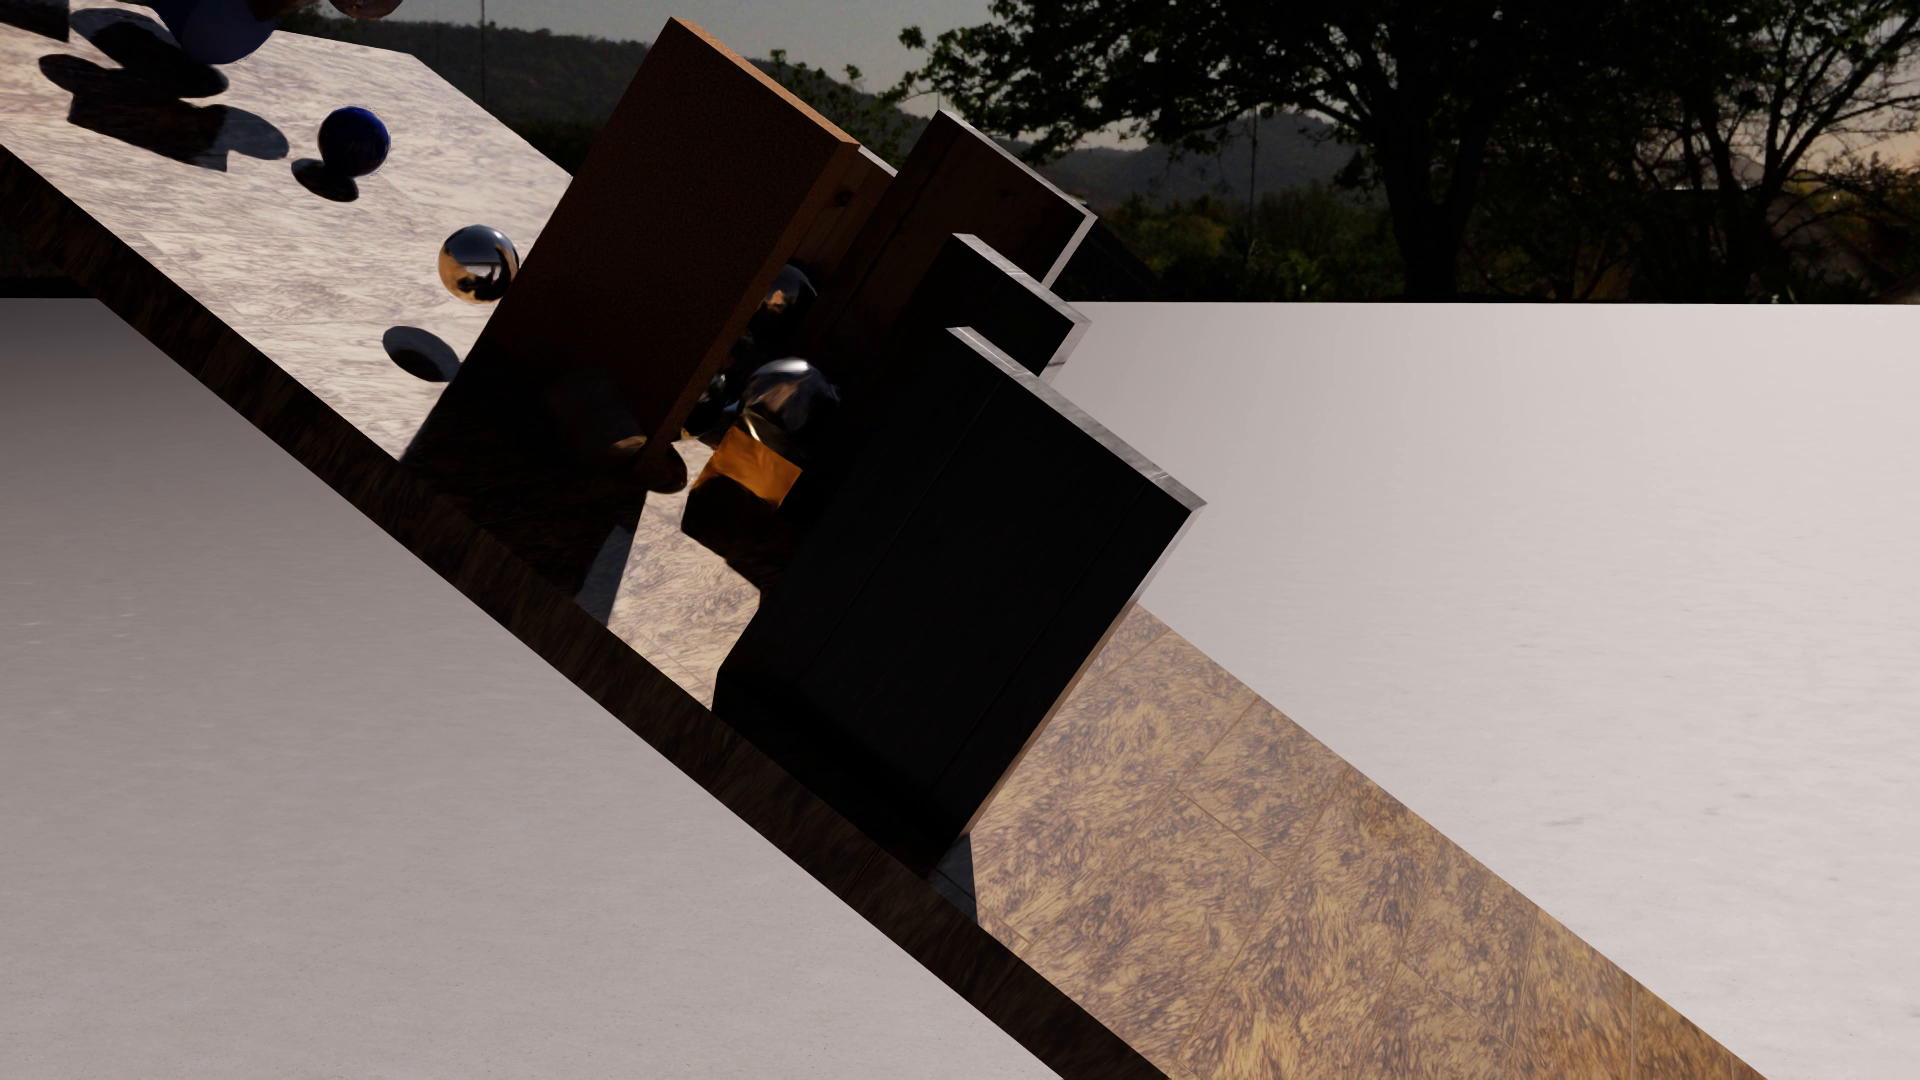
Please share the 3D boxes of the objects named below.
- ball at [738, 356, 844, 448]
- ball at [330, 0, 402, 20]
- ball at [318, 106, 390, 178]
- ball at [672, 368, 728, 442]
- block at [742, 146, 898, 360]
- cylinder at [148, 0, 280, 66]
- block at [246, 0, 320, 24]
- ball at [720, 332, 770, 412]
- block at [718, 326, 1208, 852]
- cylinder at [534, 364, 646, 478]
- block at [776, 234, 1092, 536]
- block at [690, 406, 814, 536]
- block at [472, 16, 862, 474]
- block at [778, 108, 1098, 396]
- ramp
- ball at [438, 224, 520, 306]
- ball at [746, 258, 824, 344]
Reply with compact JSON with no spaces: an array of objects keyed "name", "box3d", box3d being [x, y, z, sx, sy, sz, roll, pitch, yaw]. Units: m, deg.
[{"name":"ball","box3d":[-0.316,-0.243,4.134,0.204,0.204,0.204,0,7,0]},{"name":"ball","box3d":[-1.192,-1.127,4.403,0.170,0.170,0.170,0,7,0]},{"name":"ball","box3d":[-1.161,-0.762,4.209,0.134,0.134,0.134,0,7,0]},{"name":"ball","box3d":[-0.514,-0.268,3.968,0.186,0.186,0.186,0,7,0]},{"name":"block","box3d":[-0.331,-0.618,4.777,0.424,0.514,0.092,37,16,10]},{"name":"cylinder","box3d":[-1.478,-1.080,4.305,0.208,0.208,0.208,50,29,18]},{"name":"block","box3d":[-1.261,-1.138,4.194,0.199,0.199,0.199,-18,17,32]},{"name":"ball","box3d":[-0.452,-0.334,4.339,0.162,0.162,0.162,0,7,0]},{"name":"block","box3d":[-0.003,0.070,3.194,0.433,0.618,0.117,37,16,10]},{"name":"cylinder","box3d":[-0.602,-0.192,3.576,0.135,0.135,0.135,-29,-8,-4]},{"name":"block","box3d":[-0.054,-0.226,3.997,0.275,0.607,0.132,37,16,10]},{"name":"block","box3d":[-0.369,-0.123,3.908,0.146,0.146,0.146,33,15,-6]},{"name":"block","box3d":[-0.506,-0.494,3.738,0.365,0.675,0.097,37,16,10]},{"name":"block","box3d":[-0.076,-0.476,4.511,0.374,0.708,0.097,37,16,10]},{"name":"ramp","box3d":[-0.092,0.165,4.083,4.000,0.100,2.000,37,16,10]},{"name":"ball","box3d":[-0.830,-0.474,3.793,0.139,0.139,0.139,0,7,0]},{"name":"ball","box3d":[-0.377,-0.507,4.659,0.186,0.186,0.186,0,7,0]}]
